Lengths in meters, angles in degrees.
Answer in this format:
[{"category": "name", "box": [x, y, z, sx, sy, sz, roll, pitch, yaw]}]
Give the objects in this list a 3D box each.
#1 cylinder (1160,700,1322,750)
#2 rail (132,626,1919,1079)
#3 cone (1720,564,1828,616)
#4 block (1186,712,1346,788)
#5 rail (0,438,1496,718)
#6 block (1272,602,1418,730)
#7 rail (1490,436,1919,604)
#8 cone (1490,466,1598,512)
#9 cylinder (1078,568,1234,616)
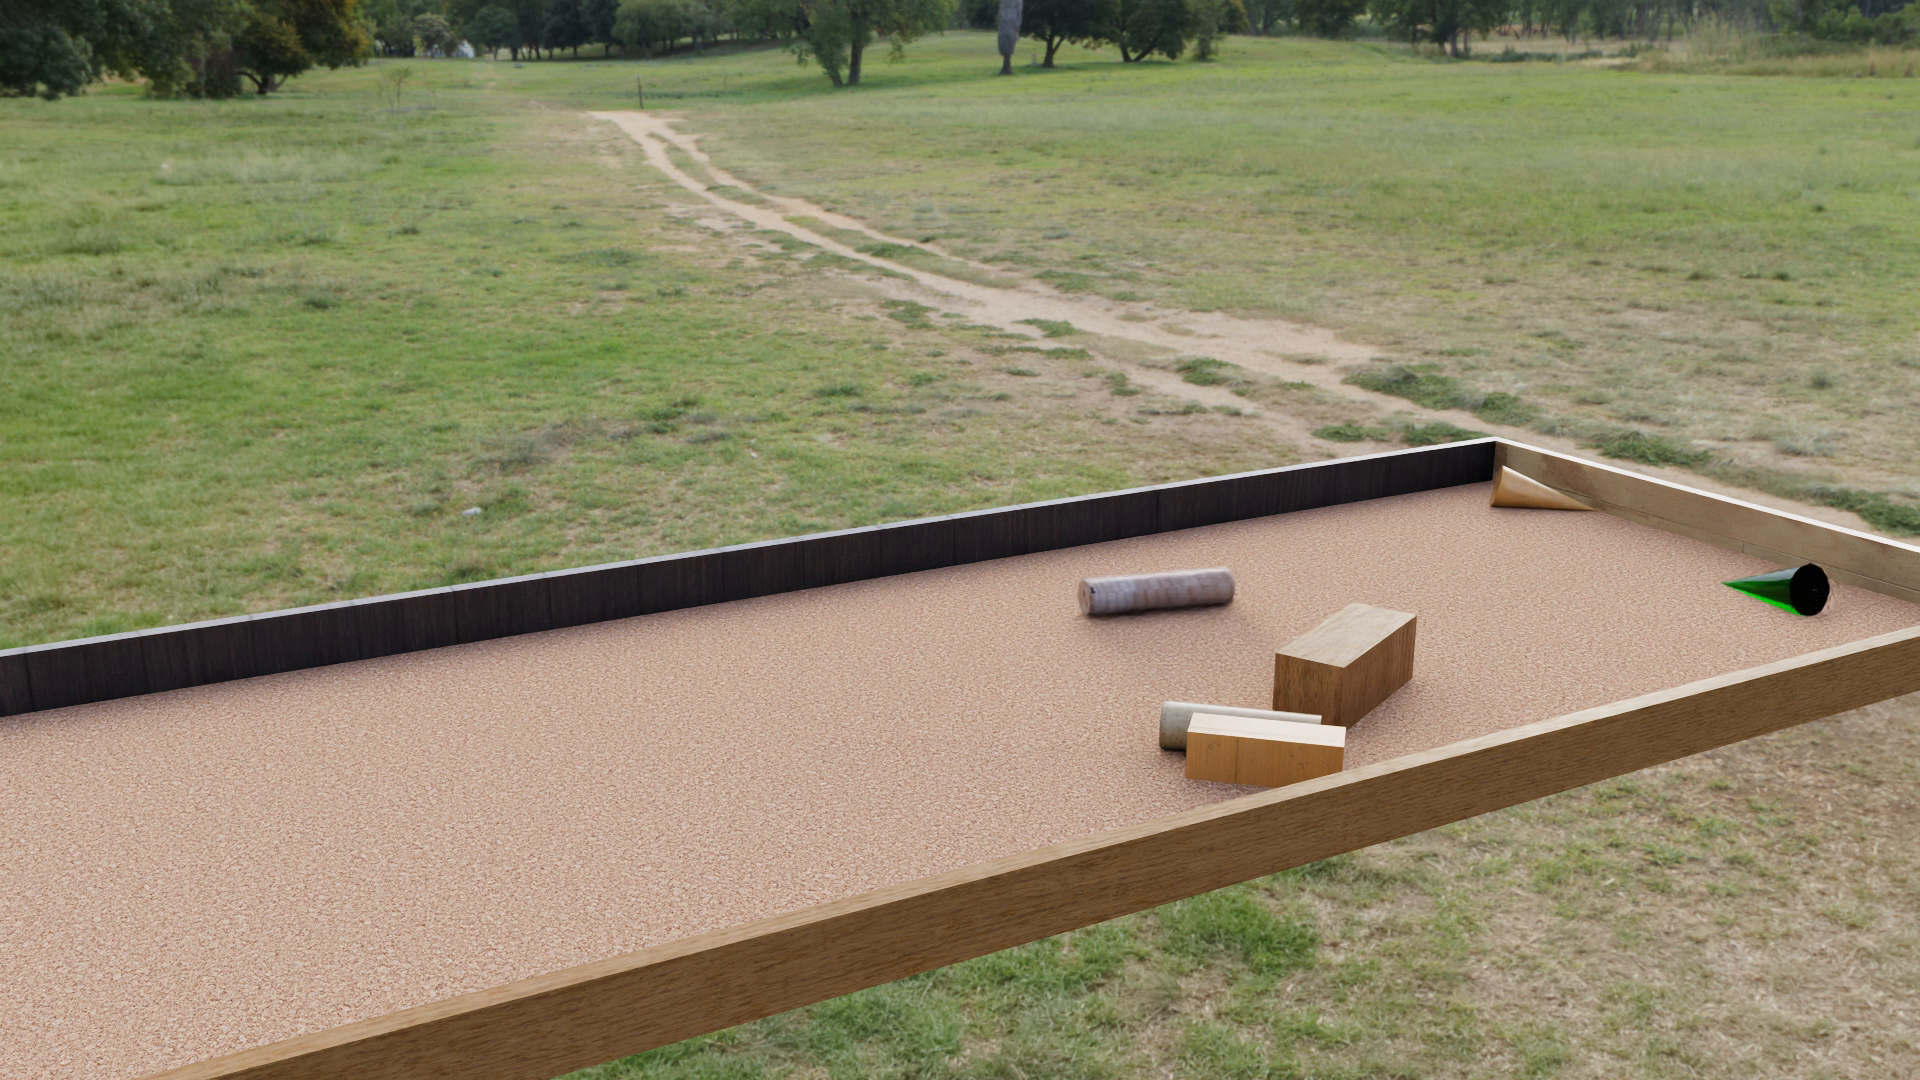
[{"category": "cylinder", "box": [0.629, 0.430, 3.702, 0.350, 0.108, 0.108, 4, 17, 14]}, {"category": "rail", "box": [-2.336, 1.006, 1.665, 12.000, 0.150, 0.050, -9, 18, -27]}, {"category": "cone", "box": [2.323, 0.134, 4.769, 0.148, 0.148, 0.318, -6, 4, -20]}, {"category": "block", "box": [0.664, 0.463, 3.584, 0.330, 0.110, 0.110, 4, 17, 14]}, {"category": "rail", "box": [-3.305, 0.497, 3.399, 12.000, 0.150, 0.050, -9, 18, -27]}, {"category": "block", "box": [0.940, 0.307, 4.011, 0.170, 0.170, 0.457, 11, 20, 34]}, {"category": "rail", "box": [2.466, -0.048, 5.253, 0.050, 0.150, 2.100, -9, 18, -27]}, {"category": "cone", "box": [2.038, -0.144, 5.719, 0.354, 0.146, 0.146, 15, 19, 10]}, {"category": "cylinder", "box": [0.557, 0.146, 4.675, 0.434, 0.102, 0.102, -4, 17, -15]}]
